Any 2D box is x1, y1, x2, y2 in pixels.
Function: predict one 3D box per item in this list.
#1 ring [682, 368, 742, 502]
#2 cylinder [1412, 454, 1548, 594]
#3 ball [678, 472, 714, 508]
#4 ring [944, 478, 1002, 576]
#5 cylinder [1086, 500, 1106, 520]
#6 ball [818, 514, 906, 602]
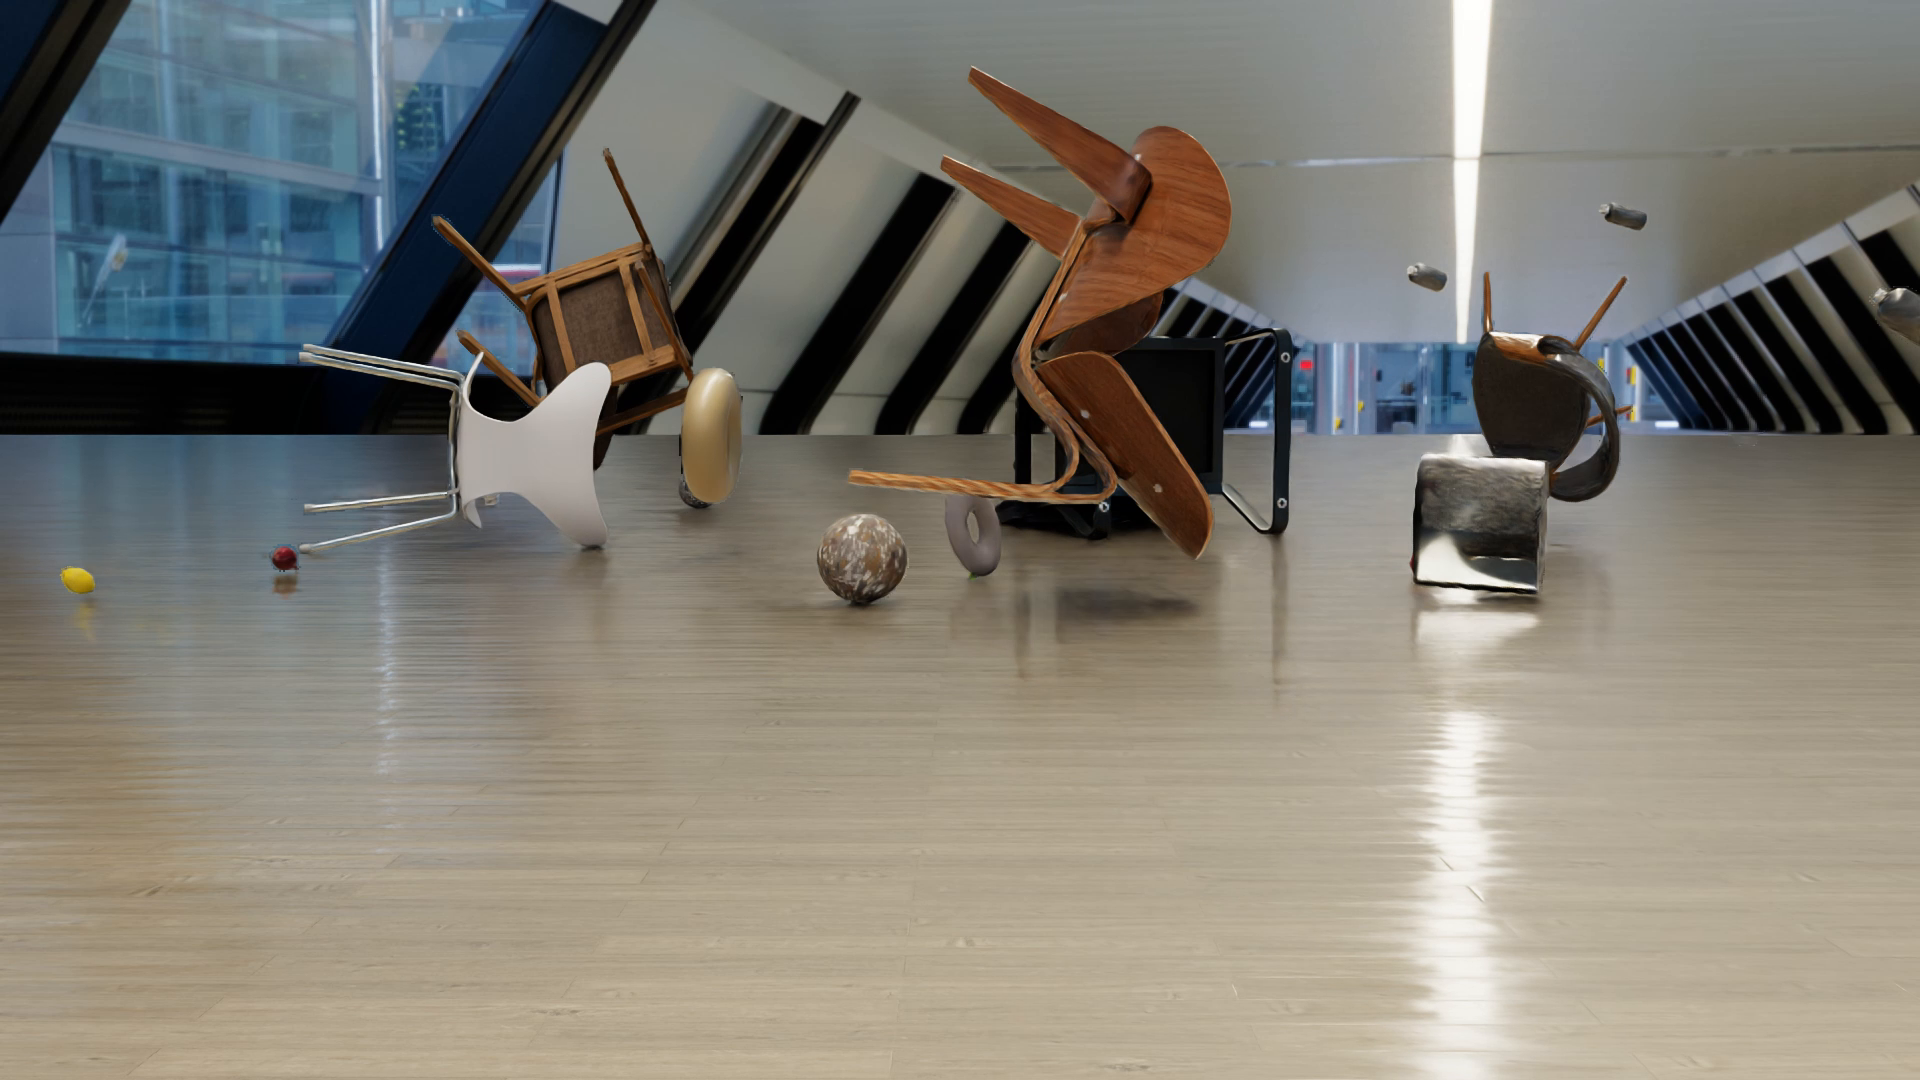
[{"bbox_3d":[-0.658,-0.279,5.848,0.115,0.361,0.451,2,2,2],"label":"ring"},{"bbox_3d":[1.117,-0.035,4.720,0.261,0.291,0.171,4,12,20],"label":"cylinder"},{"bbox_3d":[-0.977,-0.197,8.256,0.160,0.160,0.160,0,4,0],"label":"ball"},{"bbox_3d":[0.031,-0.030,5.179,0.125,0.241,0.078,-21,14,-25],"label":"ring"},{"bbox_3d":[0.465,-0.103,7.562,0.048,0.066,0.051,3,-3,38],"label":"cylinder"},{"bbox_3d":[-0.206,0.038,4.622,0.188,0.188,0.188,0,4,0],"label":"ball"}]
